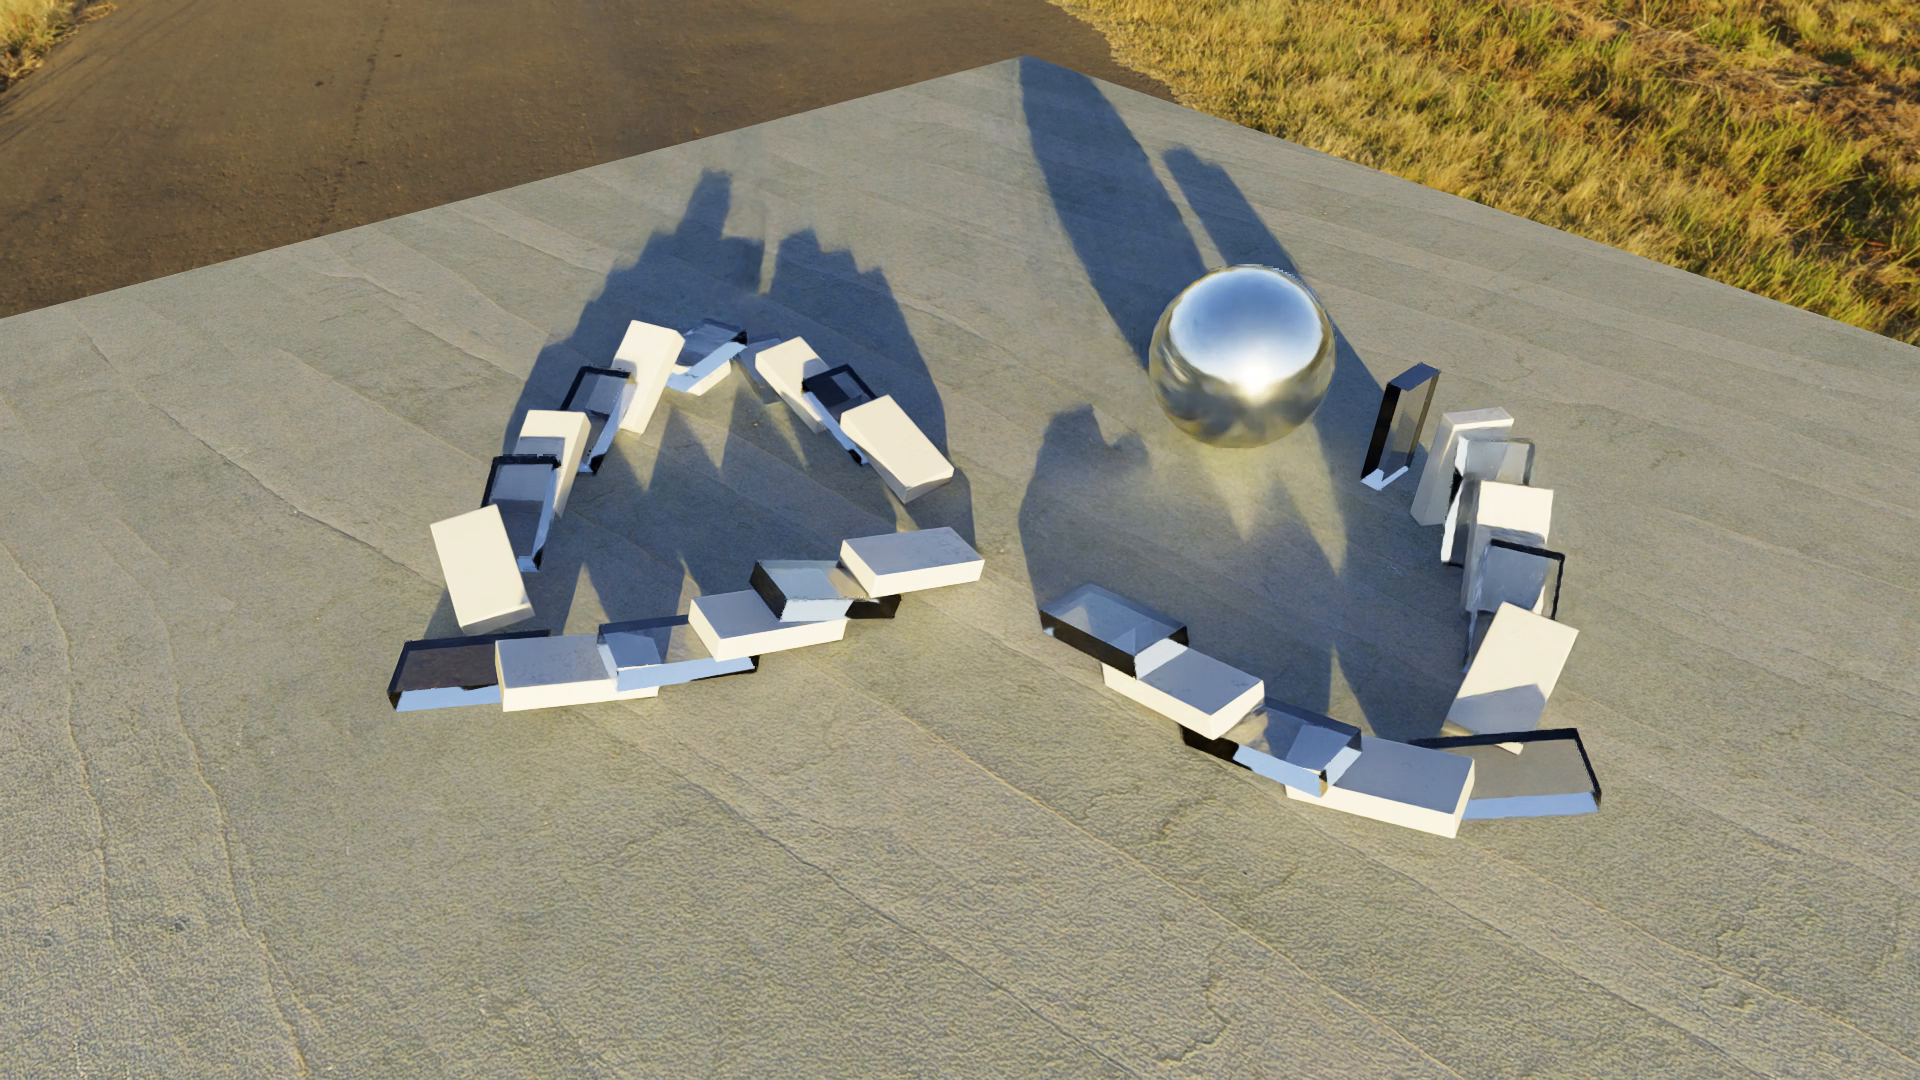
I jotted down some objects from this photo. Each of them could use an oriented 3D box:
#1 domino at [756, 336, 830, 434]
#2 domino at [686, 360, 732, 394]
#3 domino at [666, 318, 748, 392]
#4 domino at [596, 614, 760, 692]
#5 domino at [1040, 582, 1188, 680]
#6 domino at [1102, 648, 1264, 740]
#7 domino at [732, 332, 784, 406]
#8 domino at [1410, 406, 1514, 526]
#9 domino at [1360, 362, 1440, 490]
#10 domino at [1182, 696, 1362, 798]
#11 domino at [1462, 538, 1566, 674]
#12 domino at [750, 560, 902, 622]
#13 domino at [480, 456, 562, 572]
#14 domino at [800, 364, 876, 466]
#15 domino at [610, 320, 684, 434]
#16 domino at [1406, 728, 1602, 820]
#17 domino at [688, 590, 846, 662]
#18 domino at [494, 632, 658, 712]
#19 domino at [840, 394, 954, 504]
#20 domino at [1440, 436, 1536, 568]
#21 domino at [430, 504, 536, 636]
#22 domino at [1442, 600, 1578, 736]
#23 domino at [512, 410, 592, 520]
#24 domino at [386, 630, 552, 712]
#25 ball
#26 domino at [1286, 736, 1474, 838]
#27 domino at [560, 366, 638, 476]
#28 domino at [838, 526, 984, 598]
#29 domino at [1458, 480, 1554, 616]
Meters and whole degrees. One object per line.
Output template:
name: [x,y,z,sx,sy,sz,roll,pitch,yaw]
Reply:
domino: [-0.073,-0.074,0.523,0.025,0.010,0.050,-29,64,-30]
domino: [-0.143,-0.089,0.552,0.050,0.010,0.025,18,43,21]
domino: [-0.130,-0.091,0.540,0.025,0.010,0.050,18,43,21]
domino: [-0.098,0.038,0.386,0.050,0.009,0.025,-5,36,-33]
domino: [0.054,0.032,0.394,0.025,0.010,0.050,-26,29,-28]
domino: [0.075,0.048,0.373,0.025,0.009,0.050,-26,29,-28]
domino: [-0.095,-0.086,0.549,0.025,0.010,0.050,-17,42,-20]
domino: [0.203,-0.029,0.447,0.025,0.050,0.010,-6,40,-8]
domino: [0.188,-0.048,0.470,0.025,0.050,0.009,-29,47,-31]
domino: [0.100,0.063,0.355,0.025,0.009,0.050,-33,32,-33]
domino: [0.198,0.026,0.394,0.025,0.010,0.050,14,70,17]
domino: [-0.049,0.018,0.405,0.050,0.009,0.025,2,31,-41]
domino: [-0.180,-0.011,0.445,0.025,0.009,0.050,-1,57,-1]
domino: [-0.049,-0.058,0.503,0.025,0.009,0.050,-27,63,-29]
domino: [-0.151,-0.077,0.516,0.025,0.009,0.050,16,77,19]
domino: [0.169,0.073,0.344,0.050,0.010,0.025,-7,37,15]
domino: [-0.069,0.029,0.397,0.050,0.009,0.025,-7,36,-37]
domino: [-0.132,0.044,0.379,0.050,0.010,0.025,-2,36,-29]
domino: [-0.028,-0.041,0.482,0.025,0.010,0.050,-27,62,-29]
domino: [0.206,-0.014,0.429,0.025,0.050,0.009,3,15,4]
domino: [-0.182,0.011,0.418,0.025,0.010,0.050,-20,59,-18]
domino: [0.186,0.047,0.372,0.025,0.009,0.050,25,67,27]
domino: [-0.178,-0.033,0.471,0.025,0.010,0.050,3,58,4]
domino: [-0.171,0.046,0.388,0.050,0.010,0.025,-5,40,-6]
ball: [0.124,-0.080,0.485,0.080,0.080,0.080,0,39,0]
domino: [0.130,0.074,0.342,0.050,0.009,0.025,8,37,36]
domino: [-0.167,-0.054,0.495,0.025,0.010,0.050,10,63,12]
domino: [-0.018,0.008,0.423,0.050,0.009,0.025,-8,37,-37]
domino: [0.205,0.005,0.413,0.025,0.010,0.050,9,83,11]
